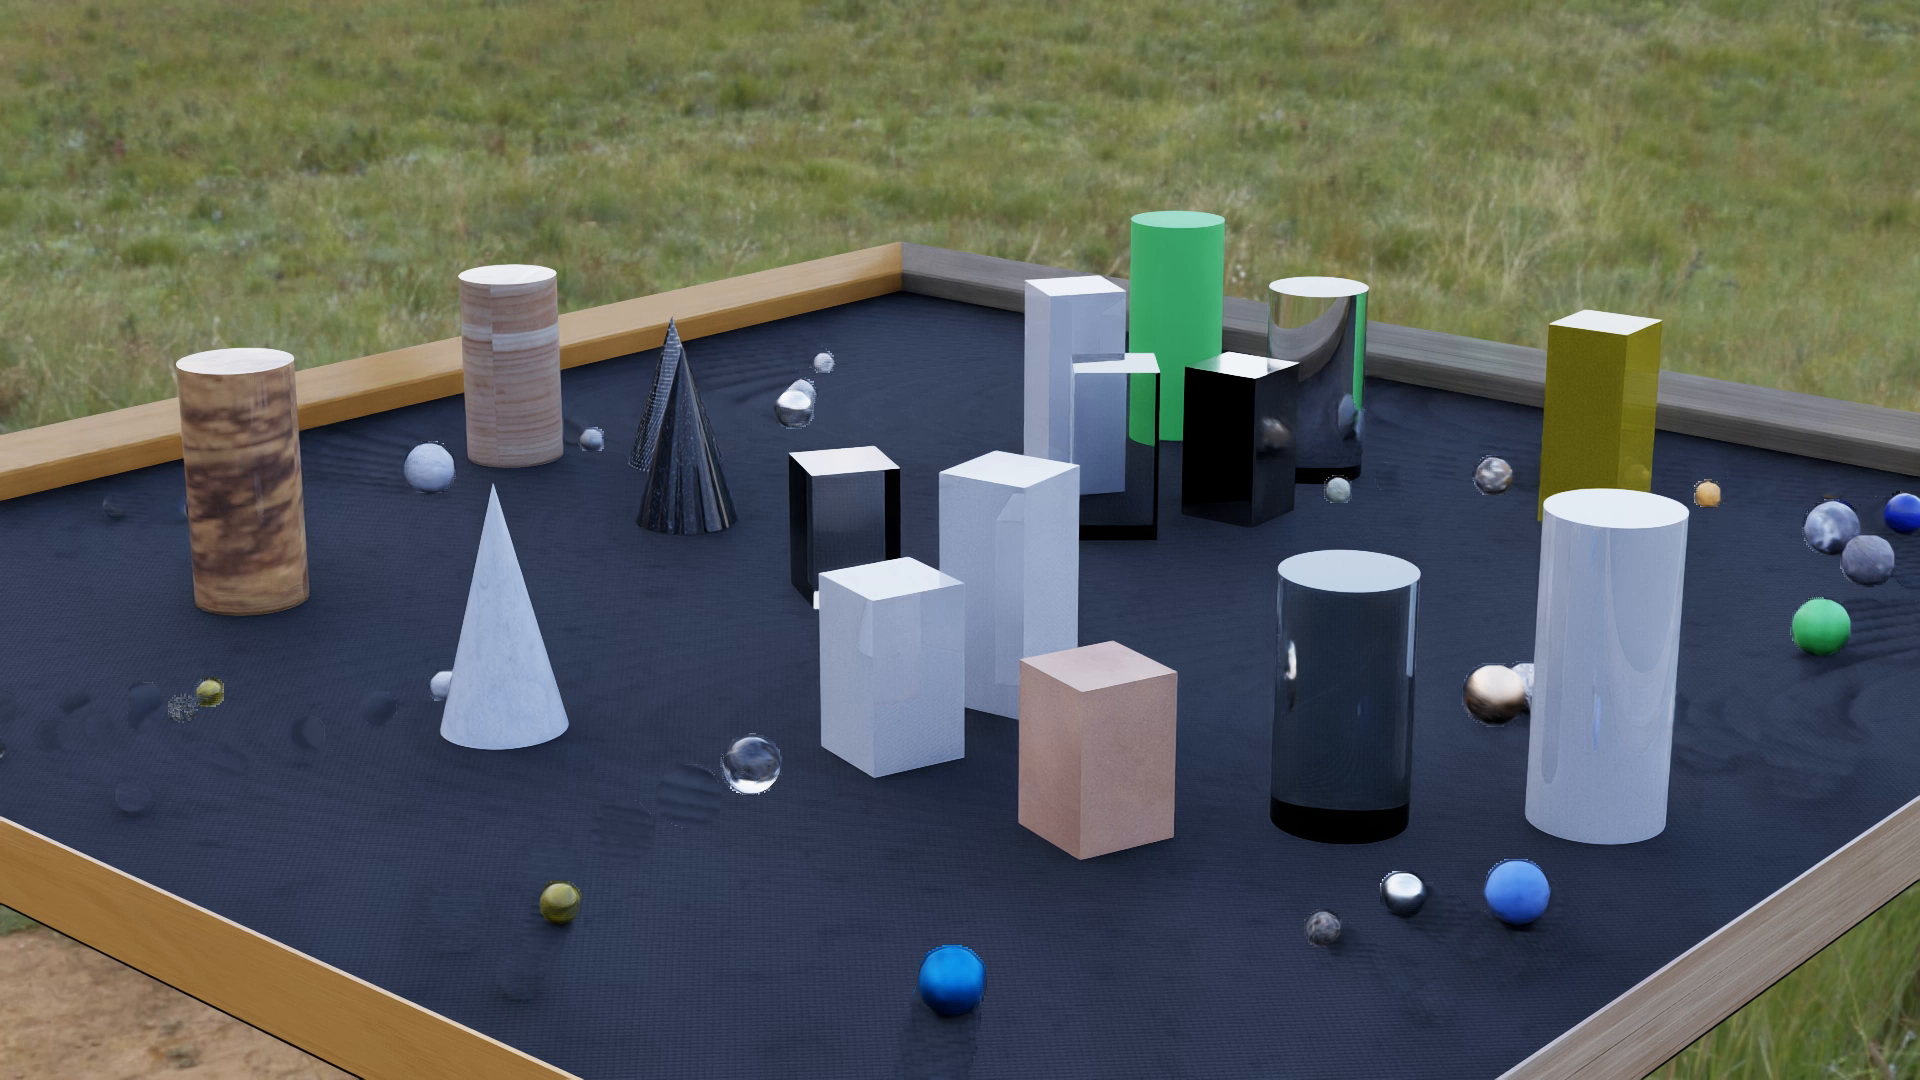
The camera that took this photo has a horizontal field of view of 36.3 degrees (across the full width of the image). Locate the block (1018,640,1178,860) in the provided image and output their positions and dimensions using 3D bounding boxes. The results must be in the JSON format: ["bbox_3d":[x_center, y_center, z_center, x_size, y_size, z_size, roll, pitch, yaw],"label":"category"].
[{"bbox_3d":[0.190,0.289,4.068,0.156,0.243,0.156,-10,19,-30],"label":"block"}]

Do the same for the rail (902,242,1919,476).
[{"bbox_3d":[1.189,-0.364,6.431,3.594,0.127,0.045,14,22,39],"label":"rail"}]

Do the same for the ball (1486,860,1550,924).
[{"bbox_3d":[0.721,0.456,3.794,0.082,0.082,0.082,0,17,0],"label":"ball"}]

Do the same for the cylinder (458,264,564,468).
[{"bbox_3d":[-0.913,-0.355,5.973,0.196,0.378,0.196,0,17,0],"label":"cylinder"}]

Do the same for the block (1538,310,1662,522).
[{"bbox_3d":[1.206,-0.224,5.532,0.156,0.382,0.156,12,21,35],"label":"block"}]

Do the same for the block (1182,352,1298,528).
[{"bbox_3d":[0.533,-0.192,5.585,0.156,0.290,0.156,12,21,35],"label":"block"}]

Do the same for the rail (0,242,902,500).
[{"bbox_3d":[-1.339,-0.304,6.233,0.045,0.127,3.675,14,22,39],"label":"rail"}]

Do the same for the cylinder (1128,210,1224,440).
[{"bbox_3d":[0.454,-0.452,6.168,0.196,0.450,0.196,0,17,0],"label":"cylinder"}]

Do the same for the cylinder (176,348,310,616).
[{"bbox_3d":[-1.234,-0.102,5.052,0.196,0.424,0.196,0,17,0],"label":"cylinder"}]

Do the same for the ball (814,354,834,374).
[{"bbox_3d":[-0.312,-0.405,6.713,0.046,0.046,0.046,0,17,0],"label":"ball"}]

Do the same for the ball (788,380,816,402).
[{"bbox_3d":[-0.346,-0.319,6.400,0.061,0.061,0.061,0,17,0],"label":"ball"}]

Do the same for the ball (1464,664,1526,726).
[{"bbox_3d":[0.820,0.238,4.498,0.093,0.093,0.093,0,17,0],"label":"ball"}]

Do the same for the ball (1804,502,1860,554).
[{"bbox_3d":[1.592,-0.021,5.352,0.097,0.097,0.097,0,17,0],"label":"ball"}]

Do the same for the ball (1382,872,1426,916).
[{"bbox_3d":[0.578,0.462,3.818,0.058,0.058,0.058,0,17,0],"label":"ball"}]

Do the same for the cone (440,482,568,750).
[{"bbox_3d":[-0.699,0.100,4.443,0.196,0.390,0.196,0,17,0],"label":"cone"}]

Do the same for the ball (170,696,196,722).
[{"bbox_3d":[-1.196,0.261,4.514,0.041,0.041,0.041,0,17,0],"label":"ball"}]

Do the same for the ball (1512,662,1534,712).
[{"bbox_3d":[0.884,0.229,4.555,0.078,0.078,0.078,0,17,0],"label":"ball"}]

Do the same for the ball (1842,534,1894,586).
[{"bbox_3d":[1.604,0.035,5.177,0.090,0.090,0.090,0,17,0],"label":"ball"}]

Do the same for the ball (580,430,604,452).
[{"bbox_3d":[-0.759,-0.205,6.048,0.047,0.047,0.047,0,17,0],"label":"ball"}]

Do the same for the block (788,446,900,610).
[{"bbox_3d":[-0.201,-0.023,5.114,0.156,0.238,0.156,-5,18,-17],"label":"block"}]

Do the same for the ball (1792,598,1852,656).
[{"bbox_3d":[1.415,0.143,4.815,0.093,0.093,0.093,0,17,0],"label":"ball"}]

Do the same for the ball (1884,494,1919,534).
[{"bbox_3d":[1.767,-0.049,5.482,0.075,0.075,0.075,0,17,0],"label":"ball"}]

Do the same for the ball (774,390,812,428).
[{"bbox_3d":[-0.353,-0.278,6.231,0.081,0.081,0.081,0,17,0],"label":"ball"}]

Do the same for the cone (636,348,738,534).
[{"bbox_3d":[-0.519,-0.201,5.531,0.196,0.338,0.196,0,17,0],"label":"cone"}]

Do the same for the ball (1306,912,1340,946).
[{"bbox_3d":[0.463,0.495,3.732,0.044,0.044,0.044,0,17,0],"label":"ball"}]

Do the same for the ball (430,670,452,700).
[{"bbox_3d":[-0.809,0.229,4.608,0.047,0.047,0.047,0,17,0],"label":"ball"}]

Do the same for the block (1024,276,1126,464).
[{"bbox_3d":[0.226,-0.314,5.817,0.156,0.388,0.156,-5,17,-16],"label":"block"}]

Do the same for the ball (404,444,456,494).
[{"bbox_3d":[-1.039,-0.141,5.747,0.098,0.098,0.098,0,17,0],"label":"ball"}]

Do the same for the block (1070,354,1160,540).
[{"bbox_3d":[0.287,-0.175,5.476,0.156,0.320,0.156,0,17,-1],"label":"block"}]

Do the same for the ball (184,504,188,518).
[{"bbox_3d":[-1.443,-0.054,5.546,0.047,0.047,0.047,0,17,0],"label":"ball"}]

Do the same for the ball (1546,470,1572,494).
[{"bbox_3d":[1.170,-0.112,5.729,0.050,0.050,0.050,0,17,0],"label":"ball"}]

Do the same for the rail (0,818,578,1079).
[{"bbox_3d":[-1.189,0.427,3.809,3.594,0.127,0.045,14,22,39],"label":"rail"}]

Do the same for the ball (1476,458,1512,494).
[{"bbox_3d":[1.045,-0.125,5.736,0.073,0.073,0.073,0,17,0],"label":"ball"}]

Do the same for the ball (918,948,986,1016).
[{"bbox_3d":[-0.010,0.533,3.540,0.082,0.082,0.082,0,17,0],"label":"ball"}]

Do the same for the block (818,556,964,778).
[{"bbox_3d":[-0.101,0.187,4.357,0.156,0.273,0.156,-10,20,-31],"label":"block"}]

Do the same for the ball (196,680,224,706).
[{"bbox_3d":[-1.173,0.239,4.584,0.041,0.041,0.041,0,17,0],"label":"ball"}]

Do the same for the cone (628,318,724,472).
[{"bbox_3d":[-0.579,-0.306,5.937,0.196,0.304,0.196,0,17,0],"label":"cone"}]

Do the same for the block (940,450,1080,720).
[{"bbox_3d":[0.077,0.069,4.574,0.156,0.373,0.156,11,20,33],"label":"block"}]

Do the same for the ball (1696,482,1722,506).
[{"bbox_3d":[1.444,-0.088,5.657,0.048,0.048,0.048,0,17,0],"label":"ball"}]

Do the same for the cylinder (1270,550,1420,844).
[{"bbox_3d":[0.536,0.217,4.094,0.196,0.366,0.196,0,17,0],"label":"cylinder"}]

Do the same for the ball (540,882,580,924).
[{"bbox_3d":[-0.518,0.471,3.795,0.054,0.054,0.054,0,17,0],"label":"ball"}]

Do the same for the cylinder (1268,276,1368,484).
[{"bbox_3d":[0.710,-0.320,5.854,0.196,0.379,0.196,0,17,0],"label":"cylinder"}]

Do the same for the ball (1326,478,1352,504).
[{"bbox_3d":[0.733,-0.096,5.683,0.050,0.050,0.050,0,17,0],"label":"ball"}]

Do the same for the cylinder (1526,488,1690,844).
[{"bbox_3d":[0.898,0.174,4.081,0.196,0.456,0.196,0,17,0],"label":"cylinder"}]

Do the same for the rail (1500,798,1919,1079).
[{"bbox_3d":[1.339,0.367,4.007,0.045,0.127,3.675,14,22,39],"label":"rail"}]

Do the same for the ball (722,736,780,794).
[{"bbox_3d":[-0.301,0.325,4.229,0.083,0.083,0.083,0,17,0],"label":"ball"}]
